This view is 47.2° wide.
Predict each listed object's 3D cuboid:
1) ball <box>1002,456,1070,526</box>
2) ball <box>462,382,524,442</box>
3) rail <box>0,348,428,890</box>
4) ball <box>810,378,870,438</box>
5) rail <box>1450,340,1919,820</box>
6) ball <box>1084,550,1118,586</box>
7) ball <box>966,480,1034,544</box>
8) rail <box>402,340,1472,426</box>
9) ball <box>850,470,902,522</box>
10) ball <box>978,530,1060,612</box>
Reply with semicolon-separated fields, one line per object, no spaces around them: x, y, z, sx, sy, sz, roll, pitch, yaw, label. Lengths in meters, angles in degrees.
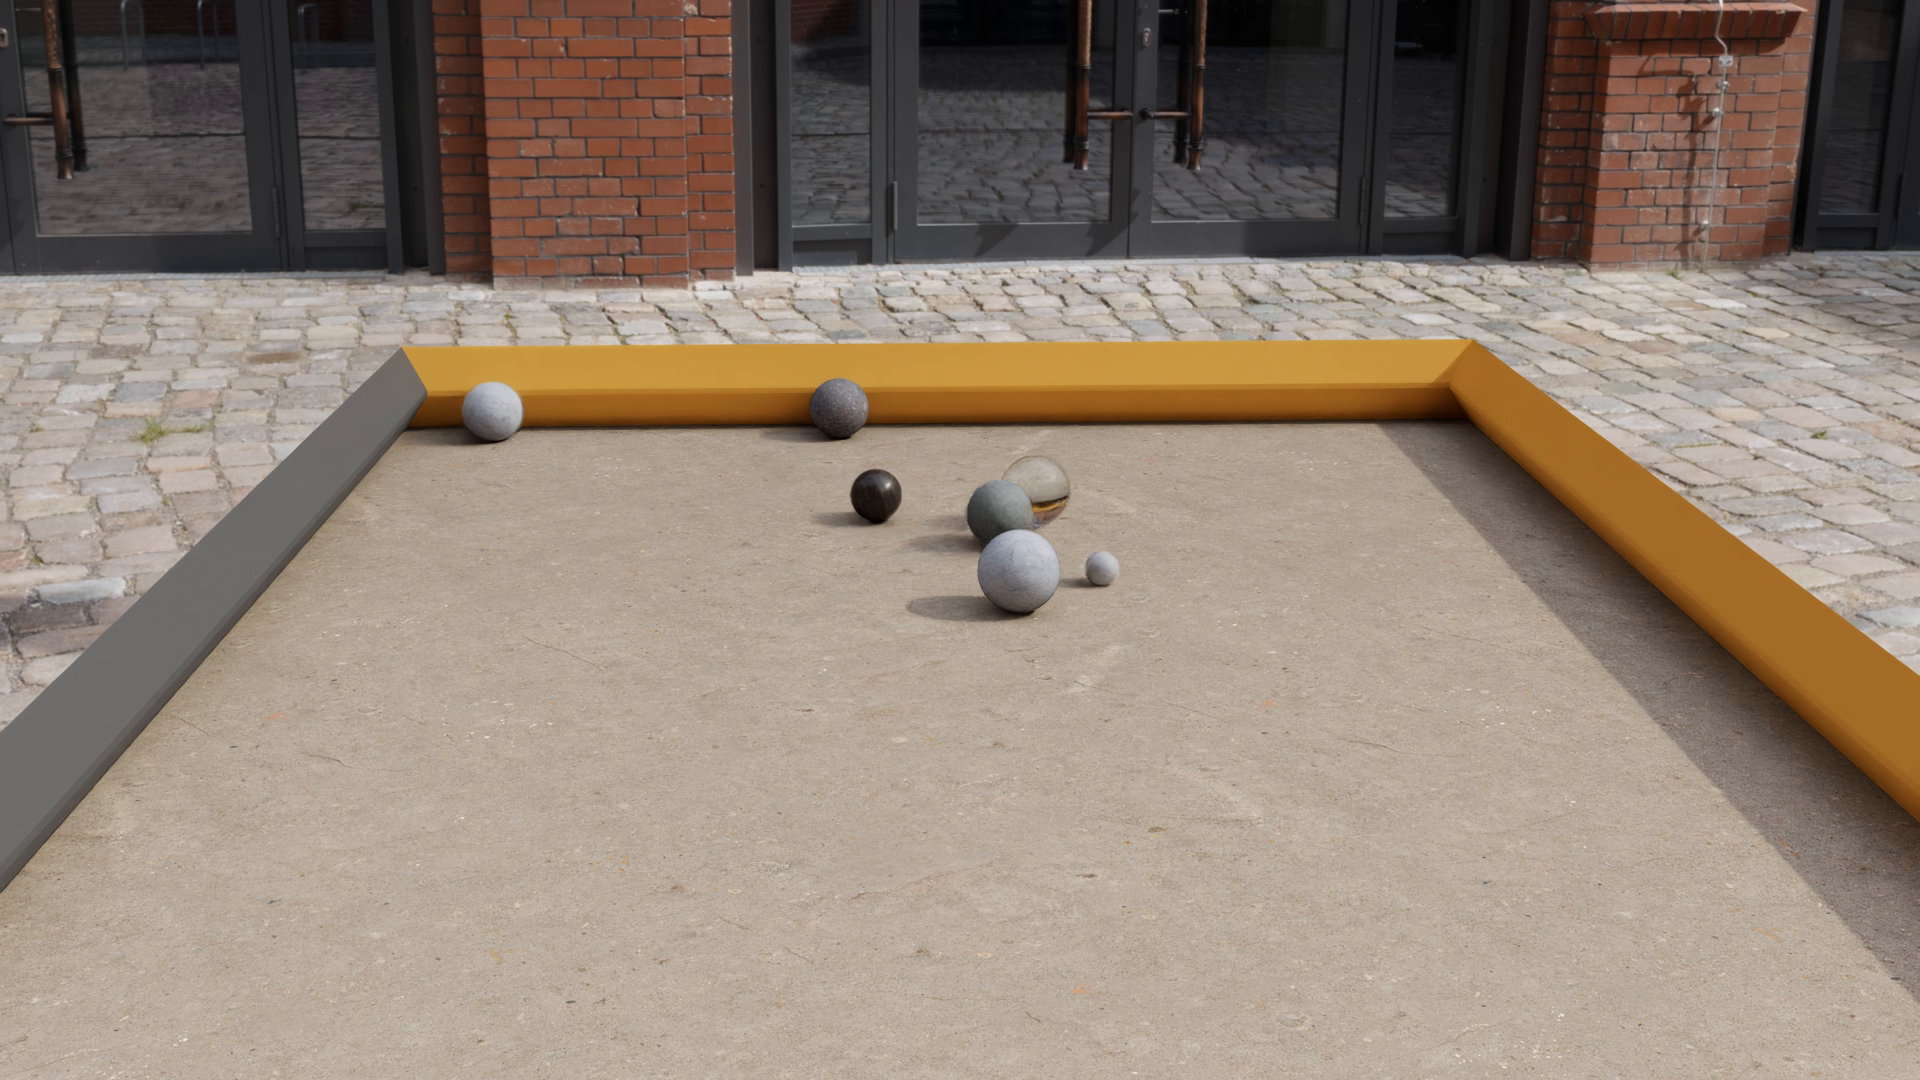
0.097;-0.064;2.852;0.092;0.092;0.092;0;16;0;ball
-0.699;-0.193;3.291;0.090;0.090;0.090;0;16;0;ball
-0.773;0.206;1.879;0.045;0.124;3.110;-1;16;-2;rail
-0.182;-0.199;3.312;0.090;0.090;0.090;0;16;0;ball
0.829;0.189;1.935;0.045;0.124;3.110;-1;16;-2;rail
0.168;0.033;2.612;0.041;0.041;0.041;0;16;0;ball
0.050;-0.033;2.760;0.084;0.084;0.084;0;16;0;ball
-0.027;-0.236;3.374;1.651;0.124;0.045;-1;16;-2;rail
-0.109;-0.059;2.875;0.068;0.068;0.068;0;16;0;ball
0.067;0.035;2.508;0.095;0.095;0.095;0;16;0;ball
